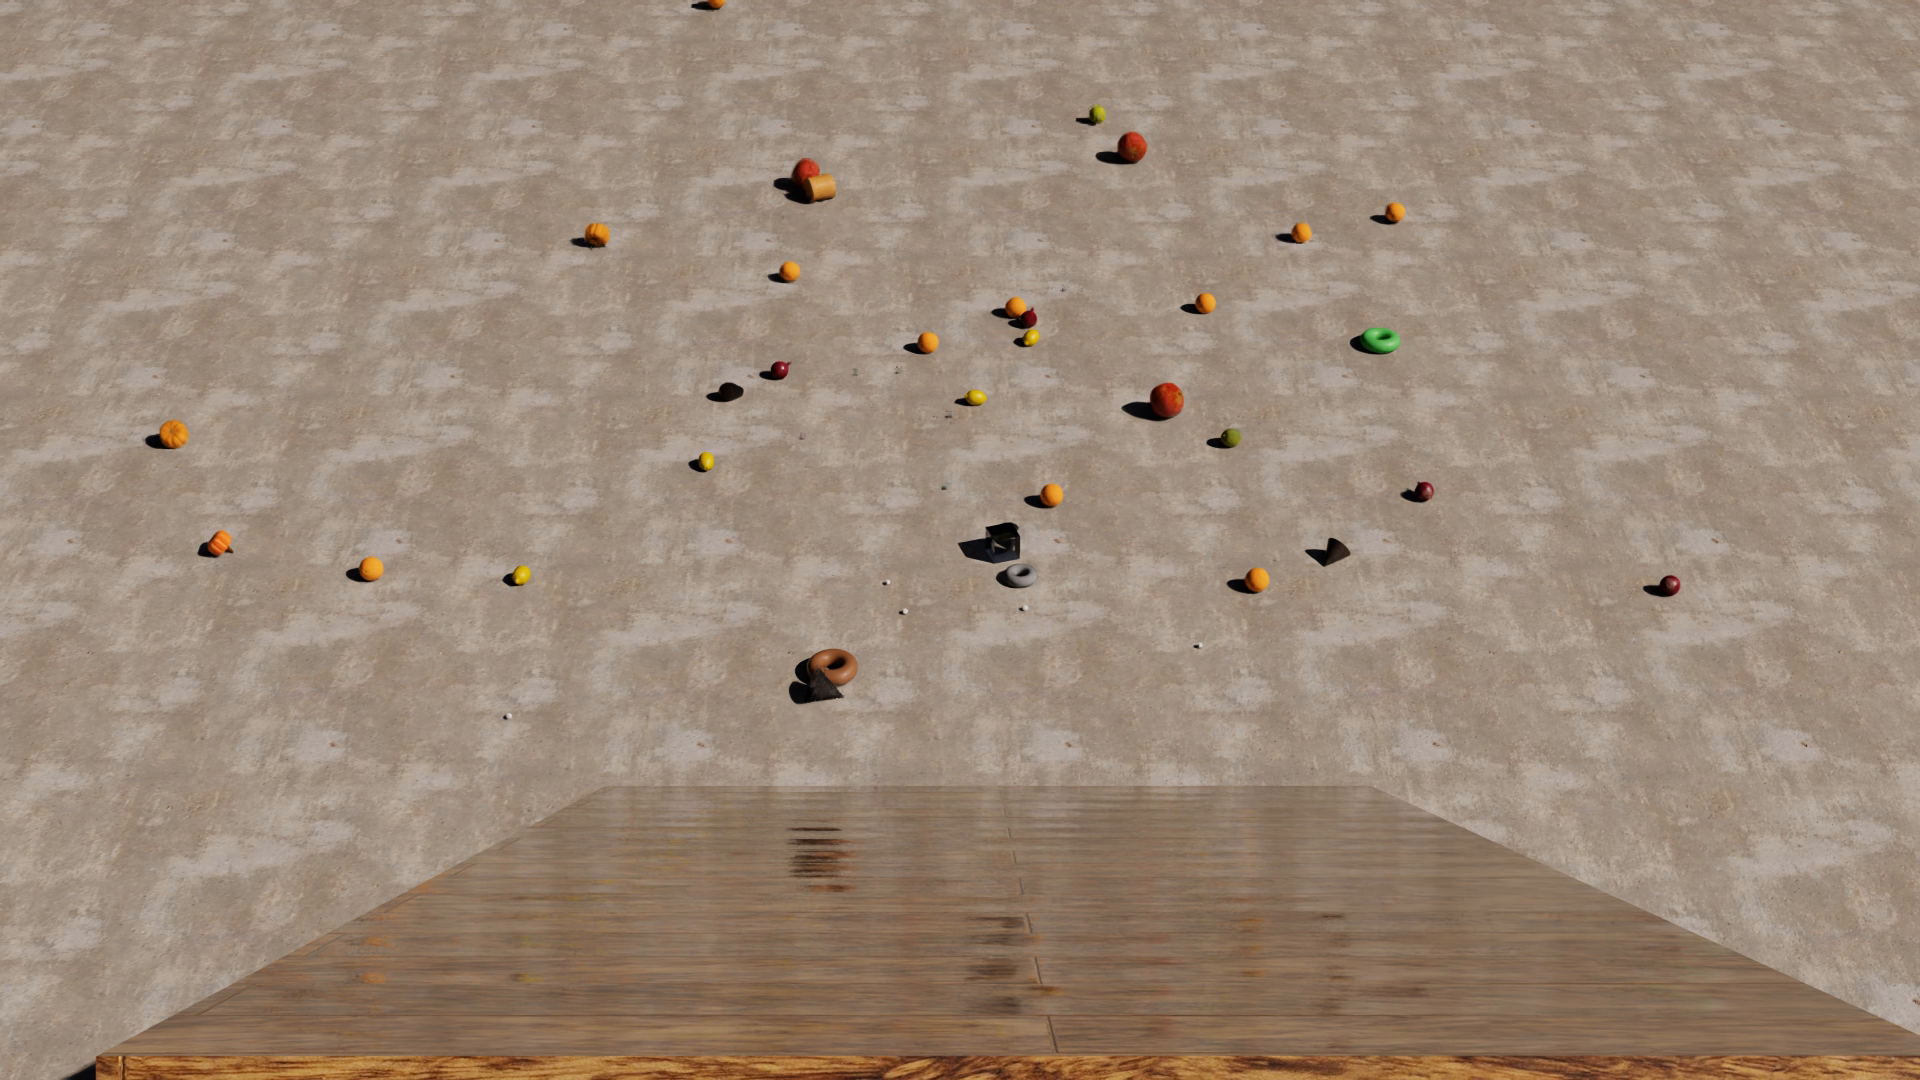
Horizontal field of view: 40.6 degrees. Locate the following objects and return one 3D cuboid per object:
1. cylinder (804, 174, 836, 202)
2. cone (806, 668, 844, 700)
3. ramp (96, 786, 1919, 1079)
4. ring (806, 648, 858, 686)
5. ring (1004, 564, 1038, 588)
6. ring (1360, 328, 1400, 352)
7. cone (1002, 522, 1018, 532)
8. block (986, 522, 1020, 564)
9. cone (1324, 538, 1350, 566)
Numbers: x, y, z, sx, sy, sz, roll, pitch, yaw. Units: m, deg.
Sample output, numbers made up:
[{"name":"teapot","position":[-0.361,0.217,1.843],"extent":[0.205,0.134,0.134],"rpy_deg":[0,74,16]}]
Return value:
[{"name":"cylinder","position":[-0.530,-1.333,9.817],"extent":[0.092,0.092,0.092],"rpy_deg":[-15,36,-21]},{"name":"cone","position":[-0.366,0.419,7.221],"extent":[0.098,0.098,0.098],"rpy_deg":[24,31,-13]},{"name":"ramp","position":[0.074,0.647,4.776],"extent":[2.000,0.100,4.000],"rpy_deg":[0,-1,0]},{"name":"ring","position":[-0.359,0.359,7.308],"extent":[0.146,0.049,0.146],"rpy_deg":[-1,35,0]},{"name":"ring","position":[0.180,0.105,7.704],"extent":[0.100,0.033,0.100],"rpy_deg":[-1,34,1]},{"name":"ring","position":[1.438,-0.684,8.881],"extent":[0.136,0.045,0.136],"rpy_deg":[0,32,0]},{"name":"cone","position":[0.146,-0.011,7.883],"extent":[0.063,0.063,0.063],"rpy_deg":[3,60,5]},{"name":"block","position":[0.128,0.009,7.805],"extent":[0.082,0.082,0.082],"rpy_deg":[-11,35,-16]},{"name":"cone","position":[1.113,0.051,7.782],"extent":[0.082,0.082,0.082],"rpy_deg":[28,69,35]}]
